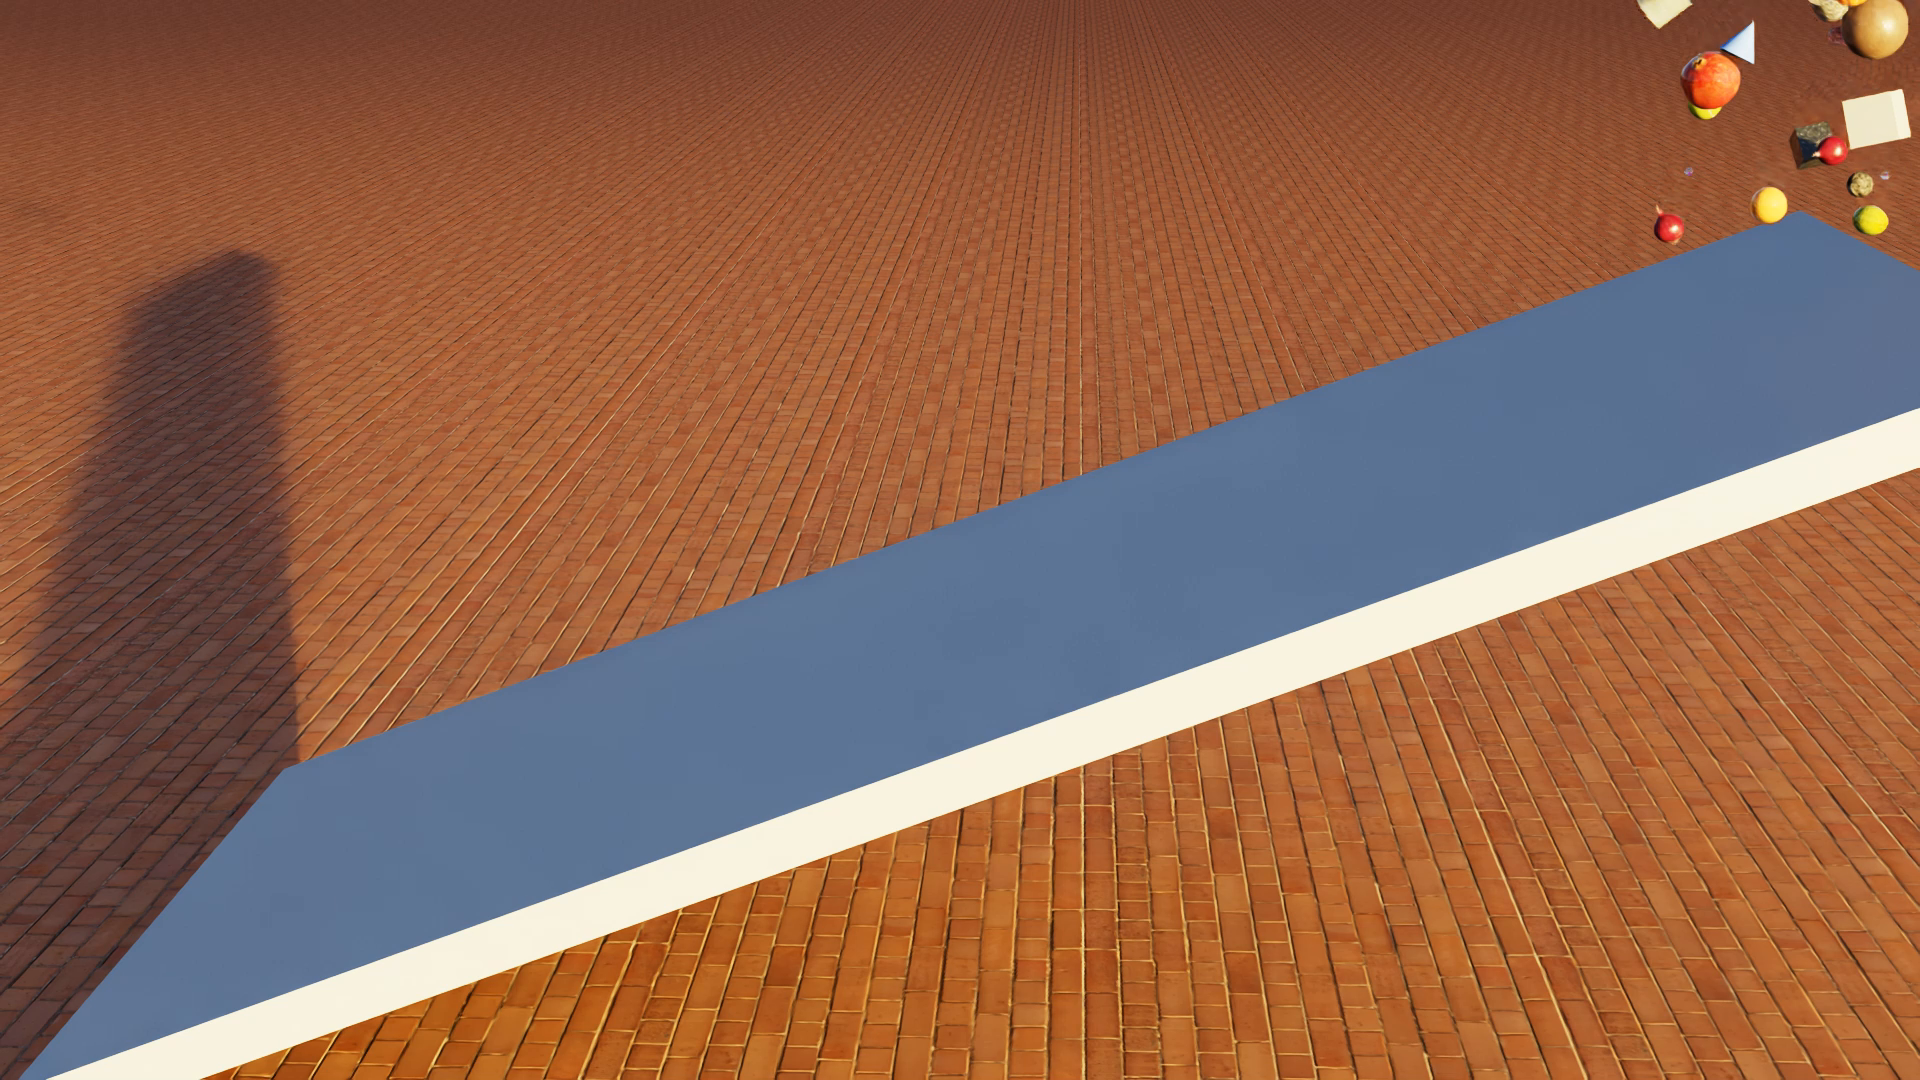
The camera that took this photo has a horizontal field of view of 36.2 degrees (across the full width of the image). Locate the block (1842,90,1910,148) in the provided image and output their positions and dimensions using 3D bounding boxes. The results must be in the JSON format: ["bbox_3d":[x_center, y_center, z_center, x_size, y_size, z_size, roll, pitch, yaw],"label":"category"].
[{"bbox_3d":[1.896,-0.870,6.083,0.100,0.100,0.100,-9,5,33],"label":"block"}]

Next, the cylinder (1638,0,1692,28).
[{"bbox_3d":[1.433,-1.097,5.985,0.078,0.078,0.078,-37,-3,26],"label":"cylinder"}]

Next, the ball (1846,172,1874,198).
[{"bbox_3d":[1.855,-0.733,6.061,0.052,0.052,0.052,0,13,0],"label":"ball"}]

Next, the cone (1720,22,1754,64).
[{"bbox_3d":[1.567,-1.001,5.866,0.077,0.077,0.077,24,12,-6],"label":"cone"}]

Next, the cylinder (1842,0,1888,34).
[{"bbox_3d":[1.844,-1.081,6.001,0.070,0.070,0.070,38,3,-3],"label":"cylinder"}]

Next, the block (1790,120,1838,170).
[{"bbox_3d":[1.759,-0.813,6.066,0.069,0.069,0.069,-13,-13,2],"label":"block"}]

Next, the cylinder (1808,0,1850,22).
[{"bbox_3d":[1.723,-1.077,5.841,0.069,0.069,0.069,9,-13,32],"label":"cylinder"}]

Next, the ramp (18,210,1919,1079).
[{"bbox_3d":[0.120,0.175,6.294,4.000,0.100,2.000,-20,12,7],"label":"ramp"}]
